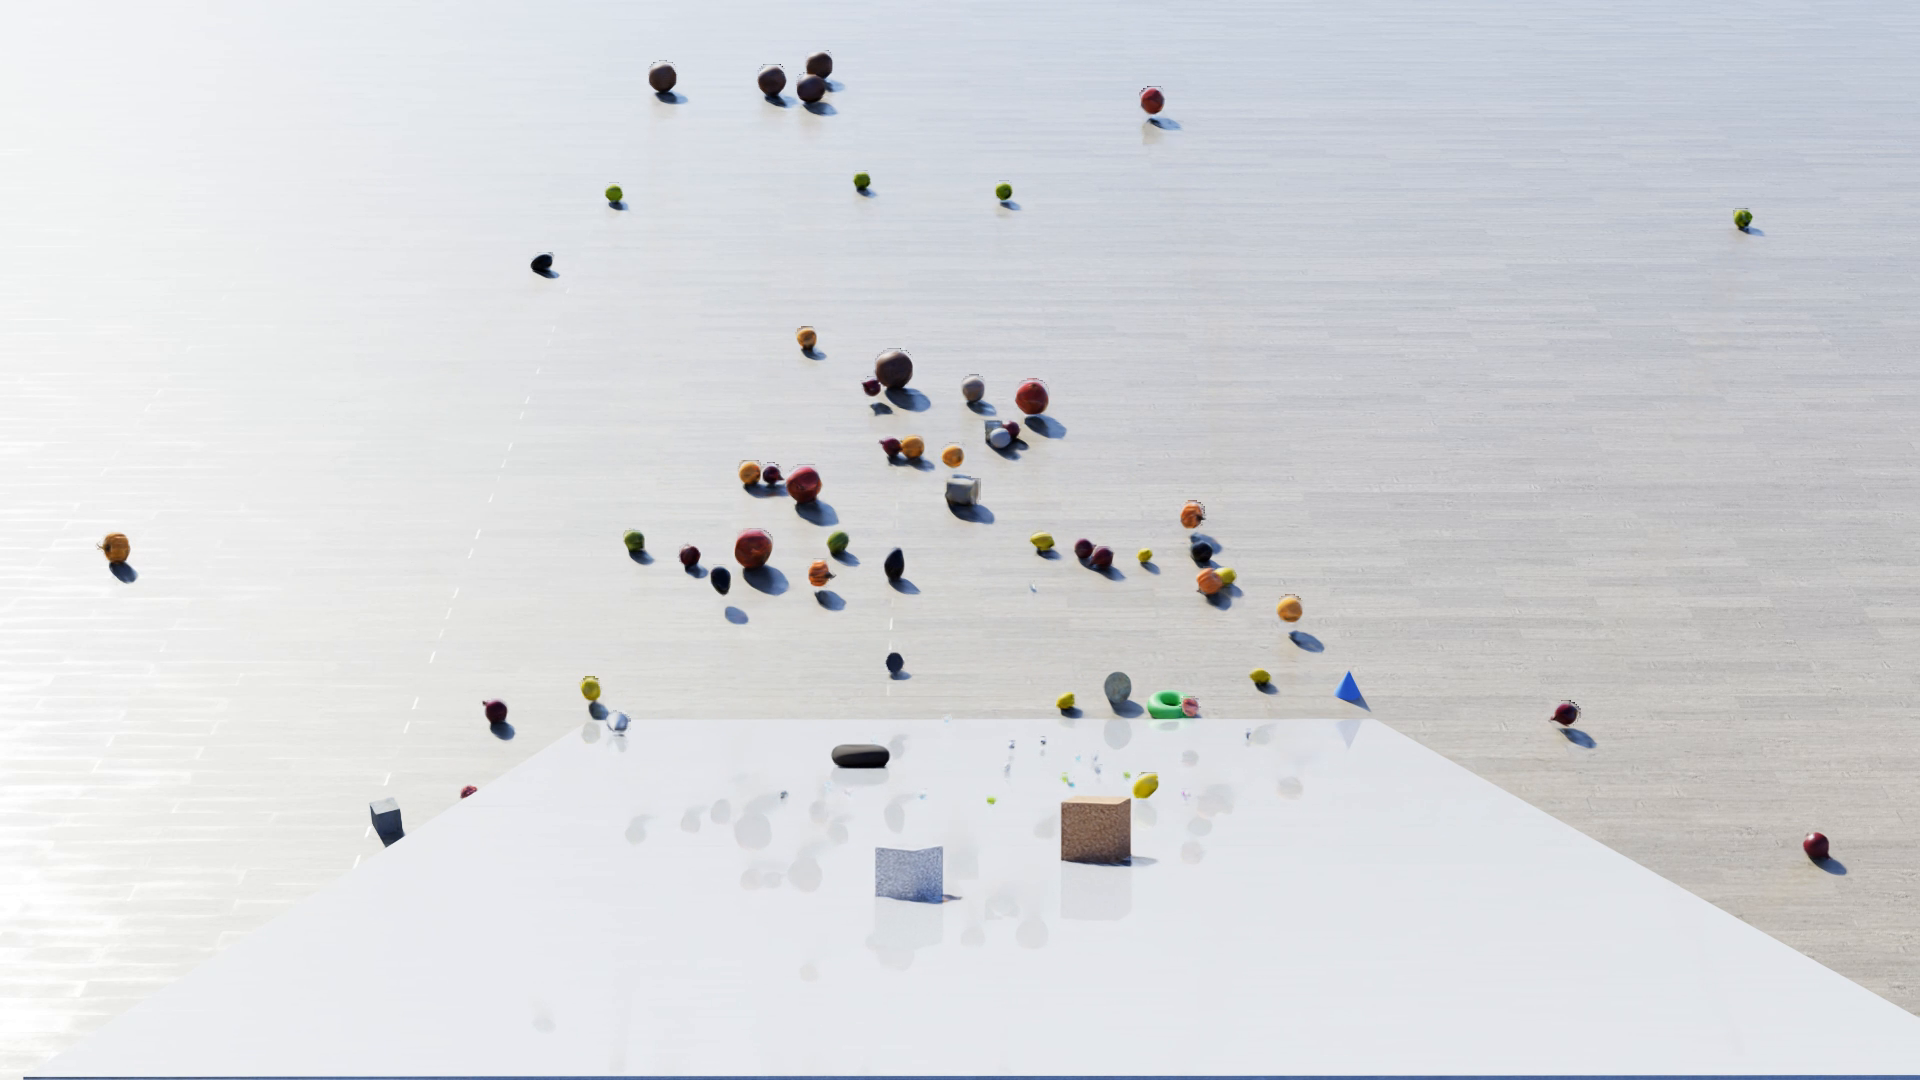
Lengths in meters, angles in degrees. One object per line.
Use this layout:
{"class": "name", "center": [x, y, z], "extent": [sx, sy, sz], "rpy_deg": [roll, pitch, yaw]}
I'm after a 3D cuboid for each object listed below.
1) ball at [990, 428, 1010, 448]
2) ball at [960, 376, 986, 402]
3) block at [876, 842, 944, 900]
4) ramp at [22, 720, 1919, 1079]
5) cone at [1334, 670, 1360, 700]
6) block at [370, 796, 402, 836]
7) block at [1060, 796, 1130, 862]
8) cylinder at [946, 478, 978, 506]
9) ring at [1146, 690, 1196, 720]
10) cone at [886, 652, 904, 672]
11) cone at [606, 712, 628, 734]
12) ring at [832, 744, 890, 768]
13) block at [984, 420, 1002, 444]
{"class": "ball", "center": [0.130, -0.326, 8.265], "extent": [0.065, 0.065, 0.065], "rpy_deg": [0, 27, 0]}
{"class": "ball", "center": [0.044, -0.501, 8.591], "extent": [0.083, 0.083, 0.083], "rpy_deg": [0, 27, 0]}
{"class": "block", "center": [-0.073, 0.478, 3.733], "extent": [0.070, 0.070, 0.070], "rpy_deg": [1, 1, 35]}
{"class": "ramp", "center": [0.061, 0.546, 4.583], "extent": [2.000, 0.100, 4.000], "rpy_deg": [0, 1, 0]}
{"class": "cone", "center": [1.032, 0.377, 6.862], "extent": [0.071, 0.071, 0.071], "rpy_deg": [0, 27, 0]}
{"class": "block", "center": [-1.398, 0.672, 6.288], "extent": [0.060, 0.060, 0.060], "rpy_deg": [-13, 29, -24]}
{"class": "block", "center": [0.216, 0.460, 4.108], "extent": [0.092, 0.092, 0.092], "rpy_deg": [0, 1, 17]}
{"class": "cylinder", "center": [0.007, -0.146, 7.888], "extent": [0.081, 0.081, 0.081], "rpy_deg": [8, 28, 16]}
{"class": "ring", "center": [0.554, 0.436, 6.777], "extent": [0.128, 0.043, 0.128], "rpy_deg": [1, 27, -1]}
{"class": "cone", "center": [-0.186, 0.332, 7.004], "extent": [0.054, 0.054, 0.054], "rpy_deg": [-11, 2, -22]}
{"class": "cone", "center": [-0.824, 0.447, 6.174], "extent": [0.054, 0.054, 0.054], "rpy_deg": [1, 18, 1]}
{"class": "ring", "center": [-0.211, 0.458, 5.489], "extent": [0.125, 0.042, 0.125], "rpy_deg": [1, 0, 0]}
{"class": "block", "center": [0.108, -0.349, 8.320], "extent": [0.055, 0.055, 0.055], "rpy_deg": [-1, 27, -3]}
